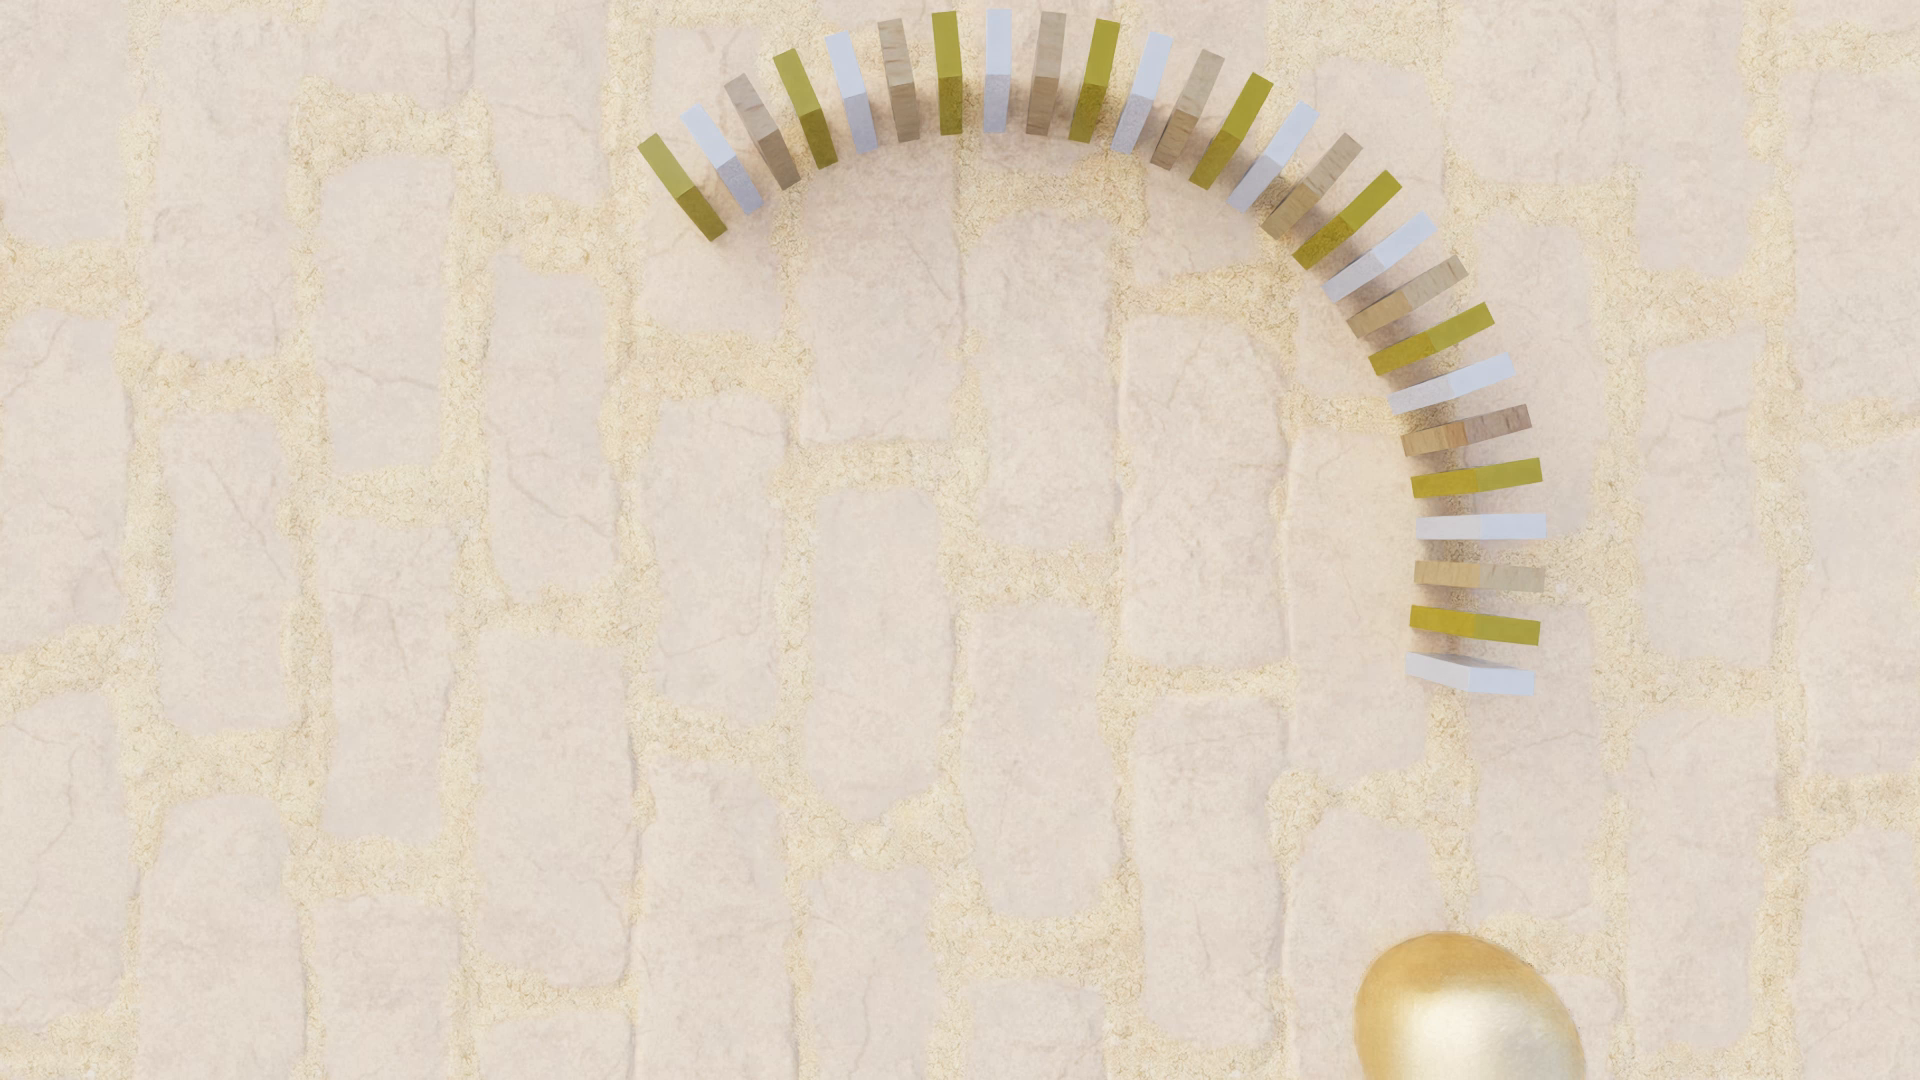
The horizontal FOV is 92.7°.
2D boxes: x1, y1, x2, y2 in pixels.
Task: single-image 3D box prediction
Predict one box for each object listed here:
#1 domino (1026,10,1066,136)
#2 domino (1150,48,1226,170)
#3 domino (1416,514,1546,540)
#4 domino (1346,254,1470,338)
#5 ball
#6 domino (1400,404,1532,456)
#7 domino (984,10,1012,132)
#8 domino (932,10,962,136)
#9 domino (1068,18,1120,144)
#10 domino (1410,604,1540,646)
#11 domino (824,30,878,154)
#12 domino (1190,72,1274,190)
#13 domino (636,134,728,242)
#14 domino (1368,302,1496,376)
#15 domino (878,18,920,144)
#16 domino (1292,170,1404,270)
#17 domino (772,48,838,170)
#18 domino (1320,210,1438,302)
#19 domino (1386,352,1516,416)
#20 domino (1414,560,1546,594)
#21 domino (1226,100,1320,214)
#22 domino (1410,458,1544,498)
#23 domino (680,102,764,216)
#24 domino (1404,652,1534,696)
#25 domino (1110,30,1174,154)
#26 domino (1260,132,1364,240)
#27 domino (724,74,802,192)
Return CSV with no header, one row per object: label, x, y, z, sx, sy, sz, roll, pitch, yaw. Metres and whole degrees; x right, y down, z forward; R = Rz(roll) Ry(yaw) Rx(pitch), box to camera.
domino,0.035,-0.189,0.375,0.009,0.050,0.025,6,90,0
domino,0.092,-0.174,0.375,0.009,0.050,0.025,23,90,0
domino,0.212,-0.005,0.375,0.025,0.050,0.009,-1,90,0
domino,0.181,-0.099,0.375,0.025,0.050,0.009,-33,90,0
ball,0.198,0.198,0.360,0.080,0.080,0.080,0,90,0
domino,0.205,-0.044,0.375,0.025,0.050,0.010,-15,90,0
domino,0.015,-0.190,0.375,0.009,0.050,0.025,0,90,0
domino,-0.005,-0.189,0.375,0.009,0.050,0.025,-6,90,0
domino,0.054,-0.186,0.375,0.010,0.050,0.025,12,90,0
domino,0.209,0.034,0.375,0.025,0.050,0.009,6,90,0
domino,-0.044,-0.182,0.375,0.010,0.050,0.025,-17,90,0
domino,0.110,-0.166,0.375,0.010,0.050,0.025,29,90,0
domino,-0.113,-0.143,0.375,0.009,0.050,0.025,-36,90,0
domino,0.191,-0.081,0.375,0.025,0.050,0.009,-27,90,0
domino,-0.025,-0.186,0.375,0.009,0.050,0.025,-11,90,0
domino,0.157,-0.130,0.375,0.025,0.050,0.010,-44,90,0
domino,-0.062,-0.175,0.375,0.009,0.050,0.025,-24,90,0
domino,0.170,-0.115,0.375,0.025,0.050,0.010,-38,90,0
domino,0.199,-0.063,0.375,0.025,0.050,0.010,-21,90,0
domino,0.211,0.015,0.375,0.025,0.050,0.010,4,90,0
domino,0.127,-0.155,0.375,0.009,0.050,0.025,34,90,0
domino,0.210,-0.025,0.375,0.025,0.050,0.009,-10,90,0
domino,-0.096,-0.154,0.375,0.010,0.050,0.025,-35,90,0
domino,0.207,0.054,0.375,0.025,0.050,0.010,4,90,0
domino,0.073,-0.181,0.375,0.009,0.050,0.025,17,90,0
domino,0.143,-0.143,0.375,0.009,0.050,0.025,40,90,0
domino,-0.080,-0.165,0.375,0.010,0.050,0.025,-32,90,0
